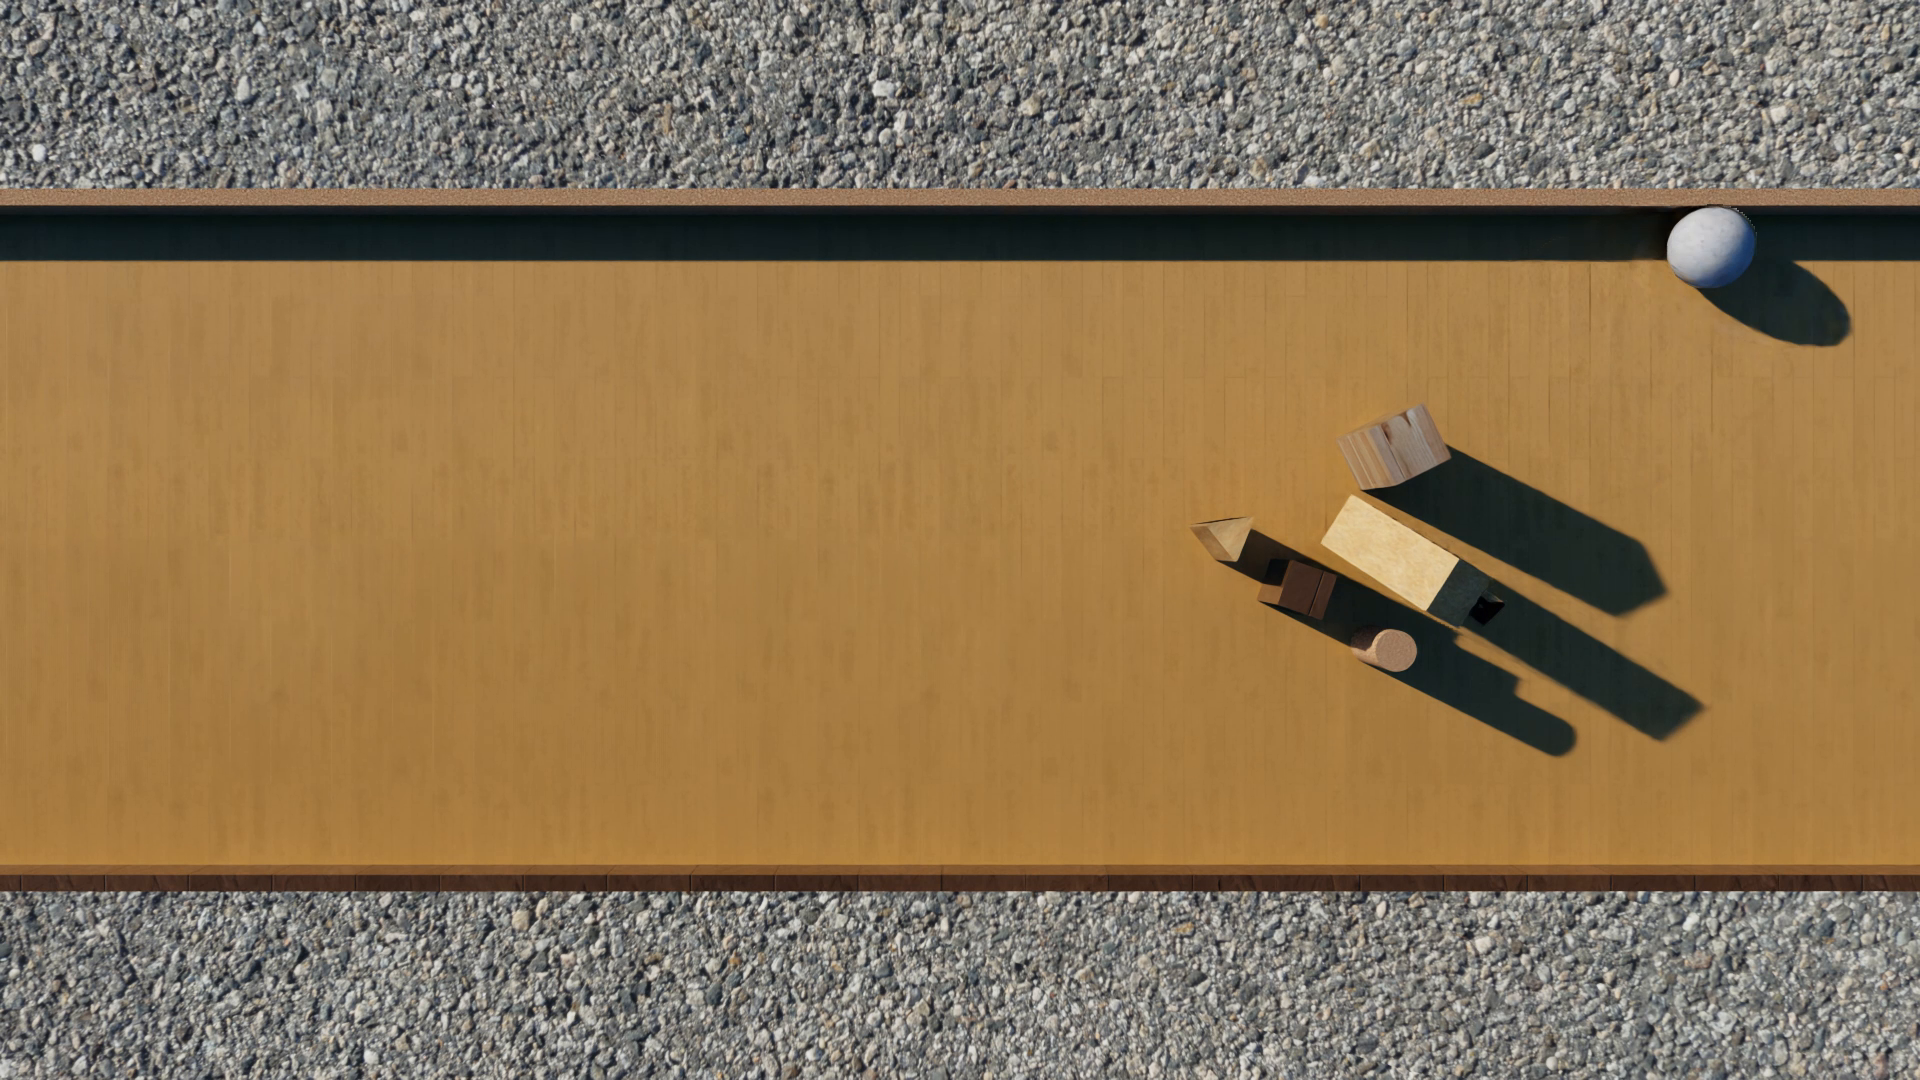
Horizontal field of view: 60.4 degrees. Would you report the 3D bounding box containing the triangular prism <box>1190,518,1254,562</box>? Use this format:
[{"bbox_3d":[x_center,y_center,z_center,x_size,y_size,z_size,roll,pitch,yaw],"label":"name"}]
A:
[{"bbox_3d":[0.793,-0.028,4.893,0.117,0.367,0.135,-38,90,0],"label":"triangular prism"}]

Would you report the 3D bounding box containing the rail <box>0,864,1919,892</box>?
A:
[{"bbox_3d":[-2.247,1.025,5.001,12.000,0.150,0.050,0,90,0],"label":"rail"}]

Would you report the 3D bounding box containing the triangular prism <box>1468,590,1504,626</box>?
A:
[{"bbox_3d":[1.437,0.099,4.904,0.077,0.428,0.089,-23,128,-20],"label":"triangular prism"}]

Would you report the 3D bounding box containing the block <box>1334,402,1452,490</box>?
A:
[{"bbox_3d":[1.271,-0.271,4.867,0.176,0.419,0.176,-26,90,0],"label":"block"}]

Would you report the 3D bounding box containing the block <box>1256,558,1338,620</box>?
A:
[{"bbox_3d":[0.998,0.144,4.907,0.135,0.340,0.135,19,90,0],"label":"block"}]

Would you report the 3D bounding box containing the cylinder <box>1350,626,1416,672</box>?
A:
[{"bbox_3d":[1.262,0.321,4.925,0.120,0.303,0.120,0,90,0],"label":"cylinder"}]

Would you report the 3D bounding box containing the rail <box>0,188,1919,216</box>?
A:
[{"bbox_3d":[-2.247,-1.025,5.002,12.000,0.150,0.050,0,90,0],"label":"rail"}]

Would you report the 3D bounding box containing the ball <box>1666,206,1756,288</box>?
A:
[{"bbox_3d":[2.255,-0.878,4.954,0.244,0.244,0.244,0,90,0],"label":"ball"}]

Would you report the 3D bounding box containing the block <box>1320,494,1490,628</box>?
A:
[{"bbox_3d":[1.301,0.059,4.836,0.174,0.453,0.174,24,101,-39],"label":"block"}]
